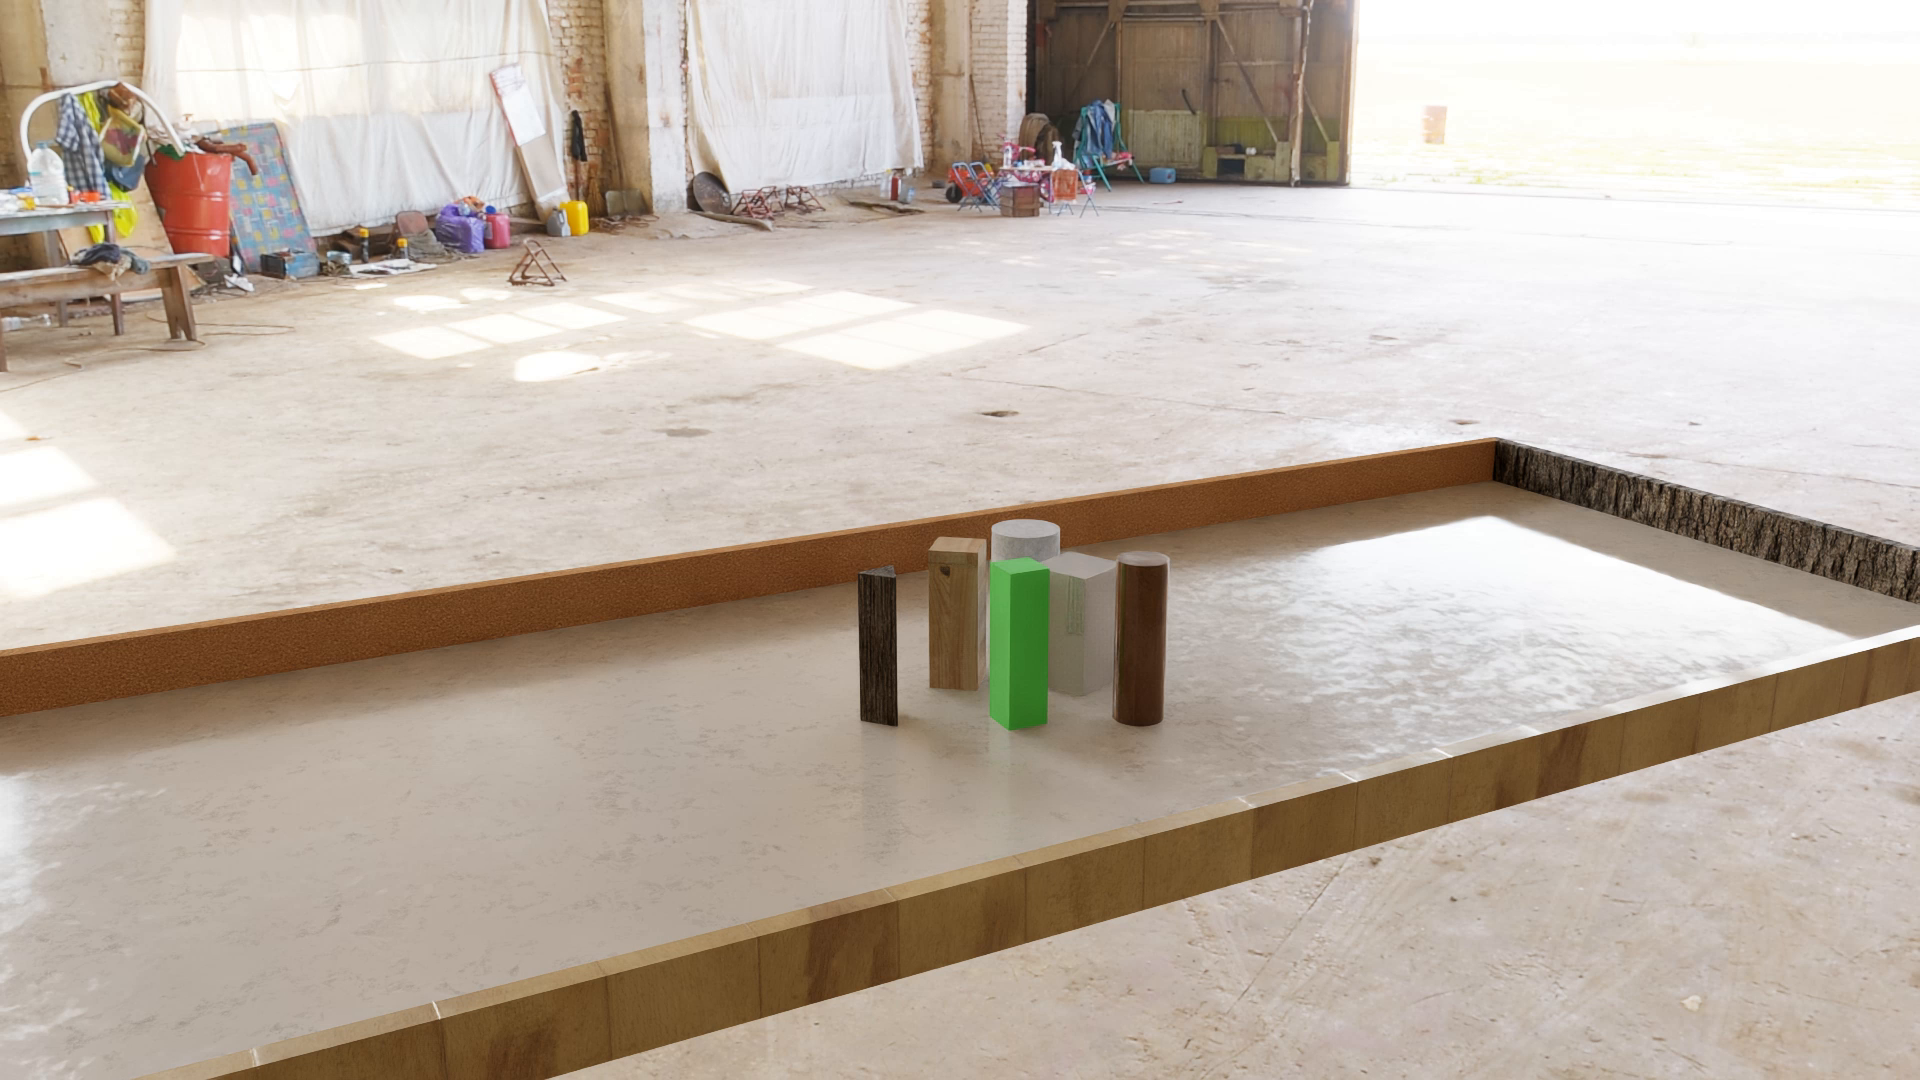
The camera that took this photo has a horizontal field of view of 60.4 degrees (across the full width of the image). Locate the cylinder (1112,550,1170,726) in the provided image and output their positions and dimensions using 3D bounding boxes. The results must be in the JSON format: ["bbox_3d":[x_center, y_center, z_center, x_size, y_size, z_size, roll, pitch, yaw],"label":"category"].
[{"bbox_3d":[0.423,0.231,3.870,0.123,0.393,0.123,0,16,0],"label":"cylinder"}]

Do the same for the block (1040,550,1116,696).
[{"bbox_3d":[0.289,0.206,4.116,0.169,0.303,0.169,13,21,37],"label":"block"}]

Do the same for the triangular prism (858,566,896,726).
[{"bbox_3d":[-0.176,0.246,3.870,0.096,0.366,0.084,7,18,22],"label":"triangular prism"}]

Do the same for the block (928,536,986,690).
[{"bbox_3d":[-0.005,0.183,4.100,0.122,0.357,0.122,3,17,10],"label":"block"}]

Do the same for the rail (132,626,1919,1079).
[{"bbox_3d":[-2.336,1.006,1.665,12.000,0.150,0.050,-9,18,-27],"label":"rail"}]

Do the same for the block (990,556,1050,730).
[{"bbox_3d":[0.138,0.242,3.852,0.101,0.383,0.101,-8,18,-25],"label":"block"}]

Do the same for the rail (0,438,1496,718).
[{"bbox_3d":[-3.305,0.497,3.399,12.000,0.150,0.050,-9,18,-27],"label":"rail"}]

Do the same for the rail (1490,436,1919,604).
[{"bbox_3d":[2.466,-0.048,5.253,0.050,0.150,2.100,-9,18,-27],"label":"rail"}]

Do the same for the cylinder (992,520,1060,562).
[{"bbox_3d":[0.172,0.124,4.359,0.180,0.323,0.180,0,16,0],"label":"cylinder"}]
